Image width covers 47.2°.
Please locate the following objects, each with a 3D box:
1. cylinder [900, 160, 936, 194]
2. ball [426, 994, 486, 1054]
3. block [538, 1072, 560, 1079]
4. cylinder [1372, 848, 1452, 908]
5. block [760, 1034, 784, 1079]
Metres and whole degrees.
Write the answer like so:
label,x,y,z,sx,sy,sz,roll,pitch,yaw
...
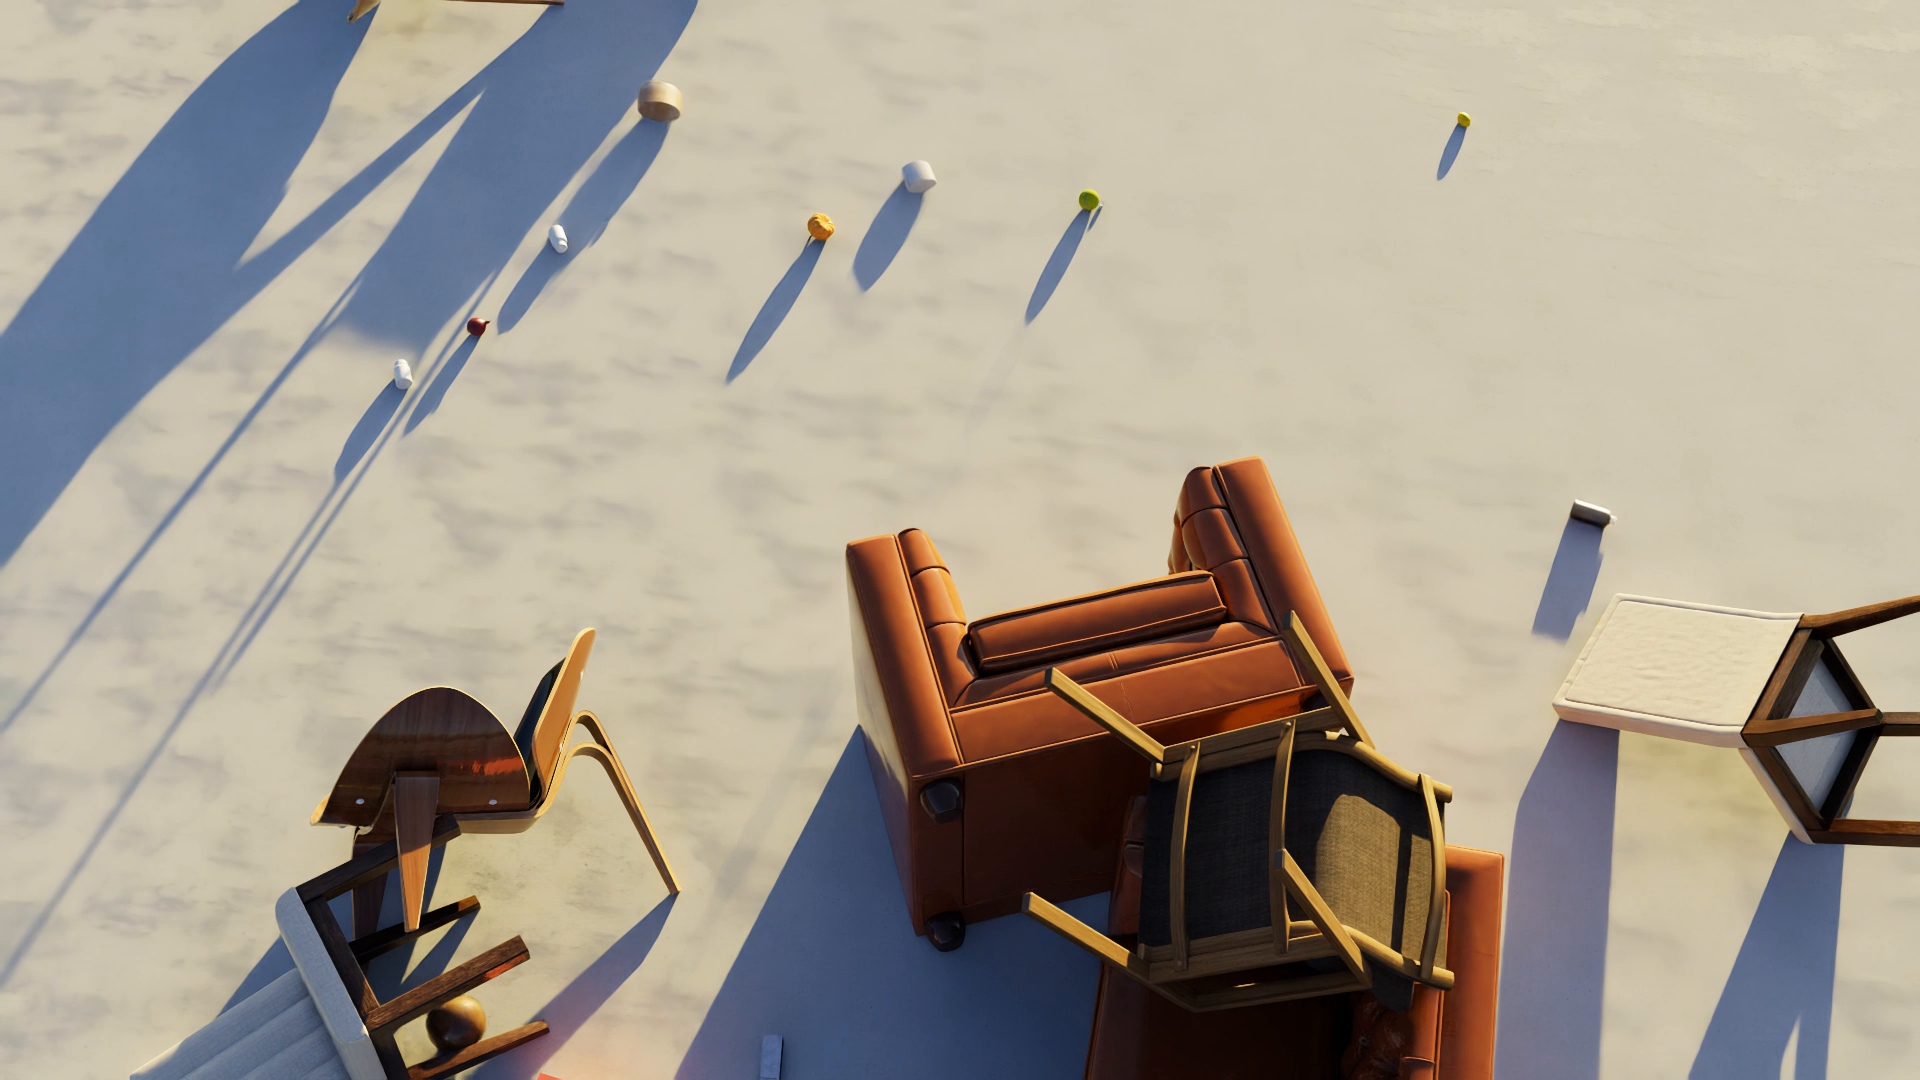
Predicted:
label,x,y,z,sx,sy,sz,roll,pitch,yaw
cylinder,-0.140,-1.214,7.353,0.101,0.059,0.088,-18,71,-17
ball,-1.295,1.242,5.649,0.152,0.152,0.152,0,56,0
block,-0.992,1.509,5.456,0.199,0.176,0.276,15,57,10
cylinder,1.210,0.904,5.888,0.180,0.122,0.186,0,35,0
block,-0.484,1.335,5.652,0.049,0.044,0.113,2,56,1
